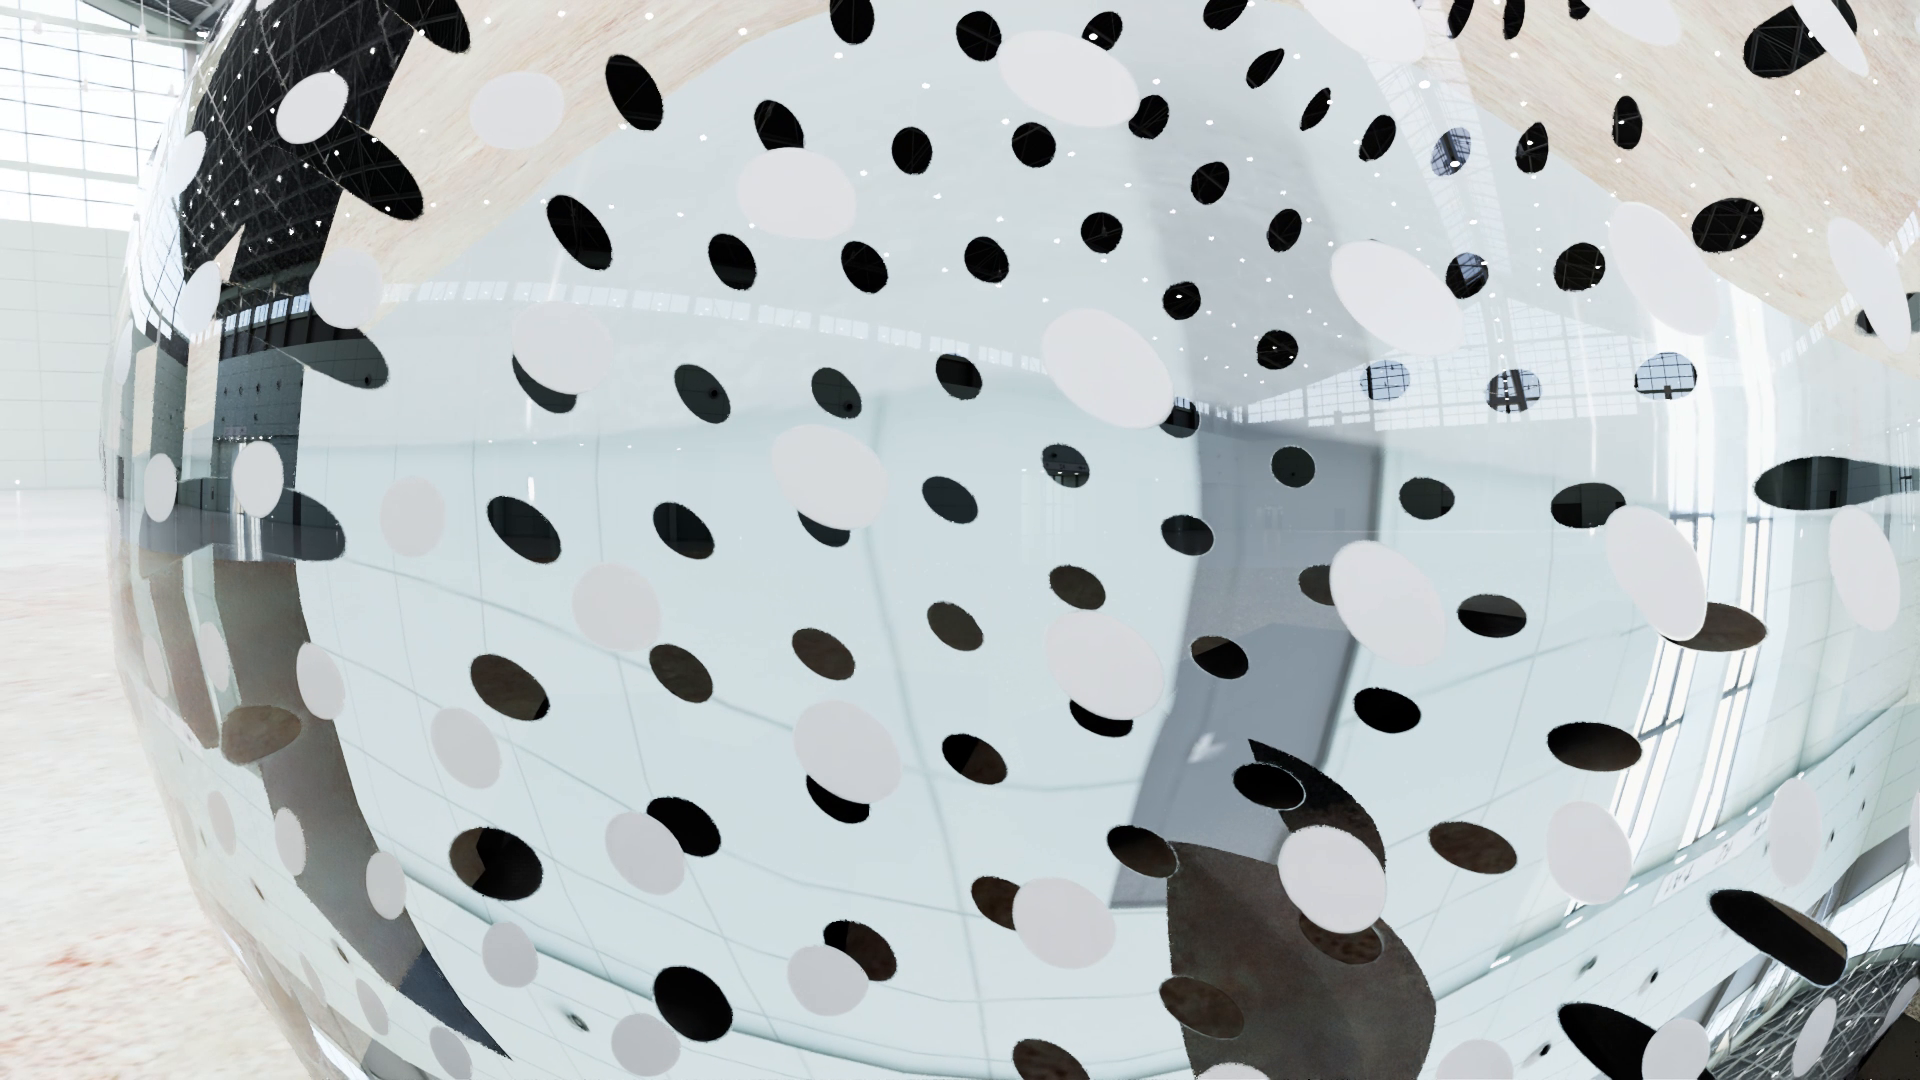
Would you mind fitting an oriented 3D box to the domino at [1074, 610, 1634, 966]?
[{"bbox_3d":[0.037,0.022,0.130,0.025,0.009,0.050,-3,21,-31],"label":"domino"}]

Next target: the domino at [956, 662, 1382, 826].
[{"bbox_3d":[0.026,0.025,0.169,0.050,0.009,0.025,4,6,45],"label":"domino"}]

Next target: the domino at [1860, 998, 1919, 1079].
[{"bbox_3d":[0.057,0.024,0.100,0.025,0.009,0.050,-3,20,-31],"label":"domino"}]

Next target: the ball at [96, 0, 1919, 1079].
[{"bbox_3d":[0.004,-0.002,0.066,0.080,0.080,0.080,0,4,0],"label":"ball"}]

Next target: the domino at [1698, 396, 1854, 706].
[{"bbox_3d":[0.137,0.001,0.216,0.025,0.050,0.010,-2,5,-29],"label":"domino"}]

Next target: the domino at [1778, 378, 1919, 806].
[{"bbox_3d":[0.115,0.006,0.154,0.010,0.050,0.025,-4,6,-43],"label":"domino"}]

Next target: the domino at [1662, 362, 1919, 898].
[{"bbox_3d":[0.087,0.008,0.130,0.010,0.050,0.025,-3,5,-37],"label":"domino"}]

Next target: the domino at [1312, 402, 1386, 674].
[{"bbox_3d":[0.075,-0.001,0.249,0.009,0.050,0.025,1,4,9],"label":"domino"}]

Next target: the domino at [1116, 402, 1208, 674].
[{"bbox_3d":[0.039,-0.001,0.250,0.009,0.050,0.025,-1,4,-10],"label":"domino"}]

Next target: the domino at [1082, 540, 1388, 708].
[{"bbox_3d":[0.046,0.014,0.220,0.050,0.025,0.009,2,5,21],"label":"domino"}]

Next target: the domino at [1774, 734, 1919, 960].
[{"bbox_3d":[0.078,0.026,0.070,0.025,0.009,0.050,-2,20,-27],"label":"domino"}]

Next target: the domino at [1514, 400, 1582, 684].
[{"bbox_3d":[0.109,0.000,0.238,0.009,0.050,0.025,2,5,26],"label":"domino"}]

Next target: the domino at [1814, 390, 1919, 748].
[{"bbox_3d":[0.138,0.004,0.181,0.025,0.050,0.010,2,5,25],"label":"domino"}]
